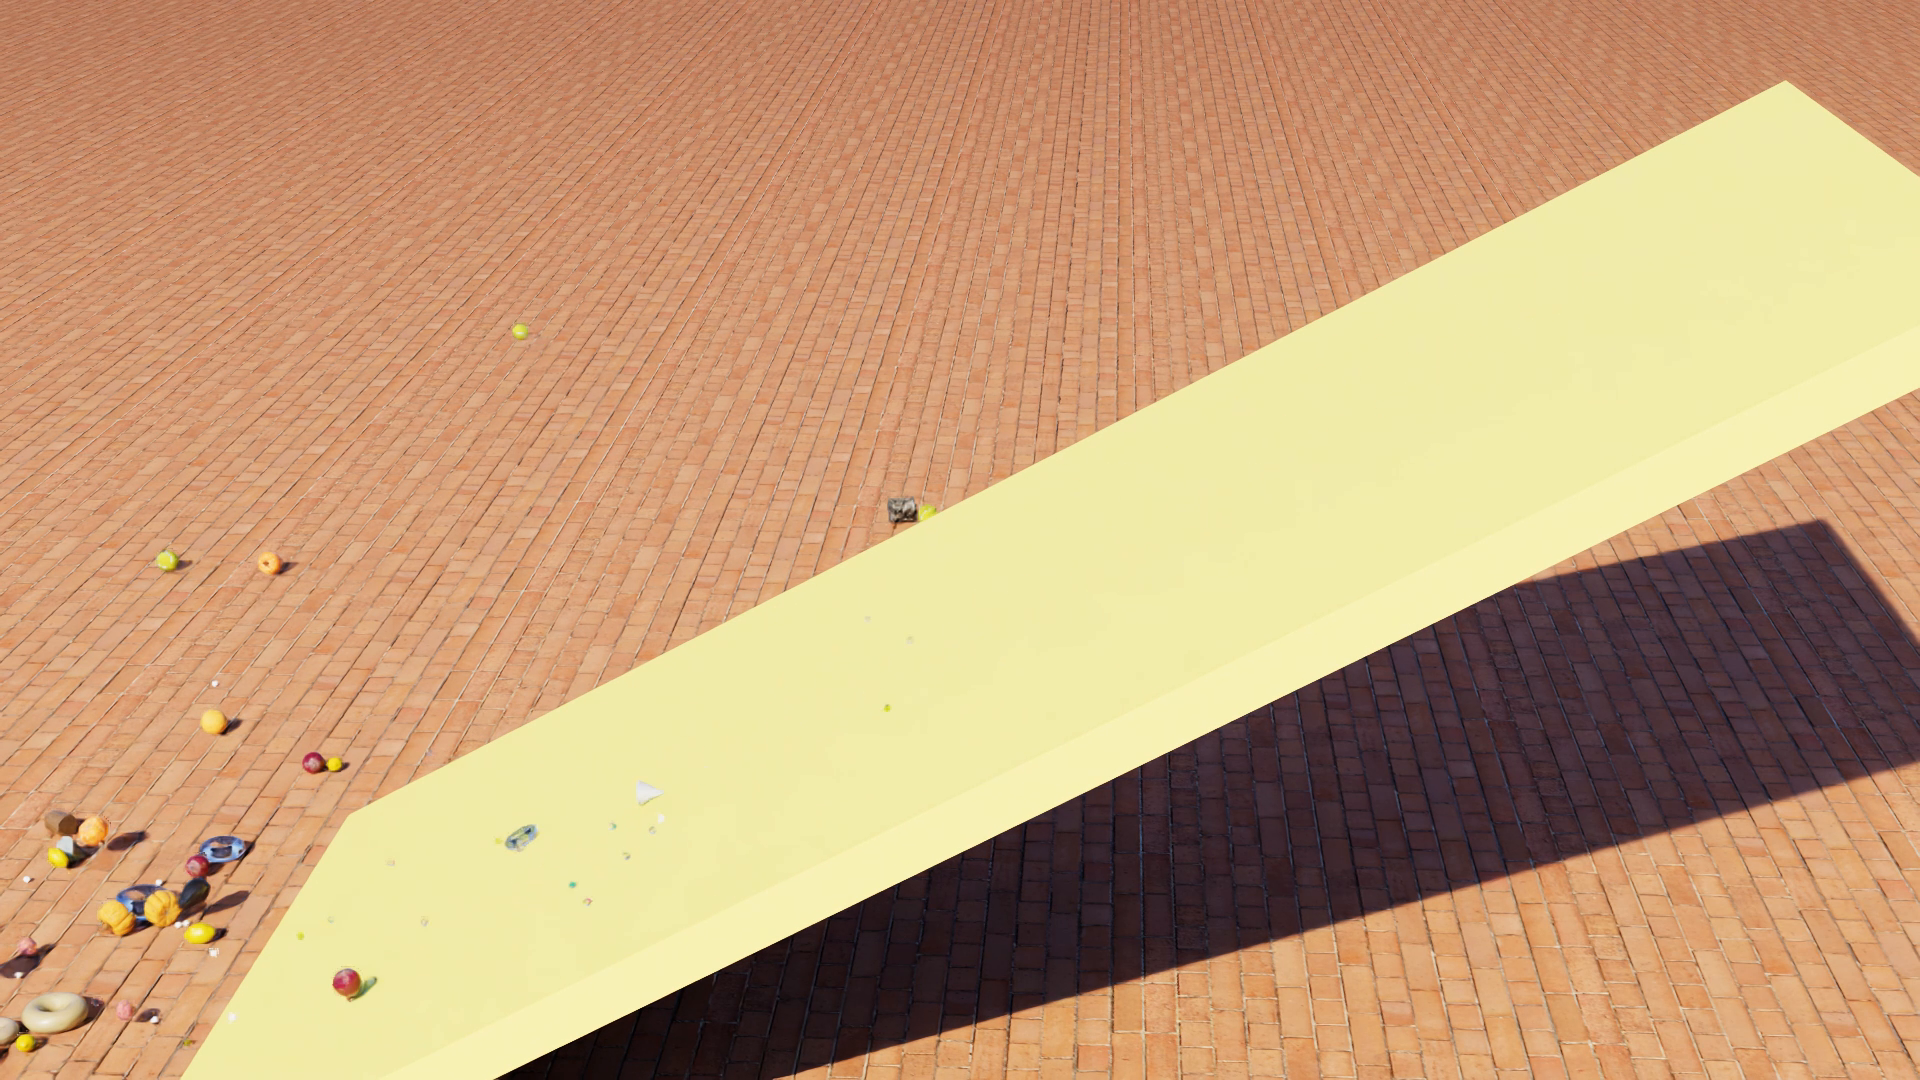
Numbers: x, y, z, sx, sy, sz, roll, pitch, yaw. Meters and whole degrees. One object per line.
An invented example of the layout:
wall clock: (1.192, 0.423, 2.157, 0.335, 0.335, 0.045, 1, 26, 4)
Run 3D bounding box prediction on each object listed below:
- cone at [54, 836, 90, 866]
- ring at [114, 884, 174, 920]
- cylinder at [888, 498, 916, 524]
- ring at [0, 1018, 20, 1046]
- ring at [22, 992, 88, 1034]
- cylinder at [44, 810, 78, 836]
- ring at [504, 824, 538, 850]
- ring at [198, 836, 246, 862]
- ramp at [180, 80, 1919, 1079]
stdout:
cone: (-2.264, 0.803, 7.543, 0.079, 0.079, 0.079, 16, -3, 41)
ring: (-2.011, 0.892, 7.246, 0.144, 0.048, 0.144, 1, 18, 0)
cylinder: (-0.204, -0.104, 10.294, 0.087, 0.087, 0.087, -3, 18, -10)
ring: (-2.167, 1.105, 6.601, 0.107, 0.036, 0.107, -1, 18, 0)
ring: (-2.055, 1.073, 6.677, 0.148, 0.049, 0.148, -1, 18, 0)
cylinder: (-2.352, 0.742, 7.694, 0.060, 0.060, 0.060, 13, 22, 35)
ring: (-0.972, 0.659, 6.519, 0.083, 0.028, 0.083, -28, 13, 7)
ring: (-1.898, 0.795, 7.563, 0.119, 0.040, 0.119, -1, 17, 0)
ramp: (0.141, 0.167, 6.282, 4.000, 0.100, 2.000, -27, 14, 11)
